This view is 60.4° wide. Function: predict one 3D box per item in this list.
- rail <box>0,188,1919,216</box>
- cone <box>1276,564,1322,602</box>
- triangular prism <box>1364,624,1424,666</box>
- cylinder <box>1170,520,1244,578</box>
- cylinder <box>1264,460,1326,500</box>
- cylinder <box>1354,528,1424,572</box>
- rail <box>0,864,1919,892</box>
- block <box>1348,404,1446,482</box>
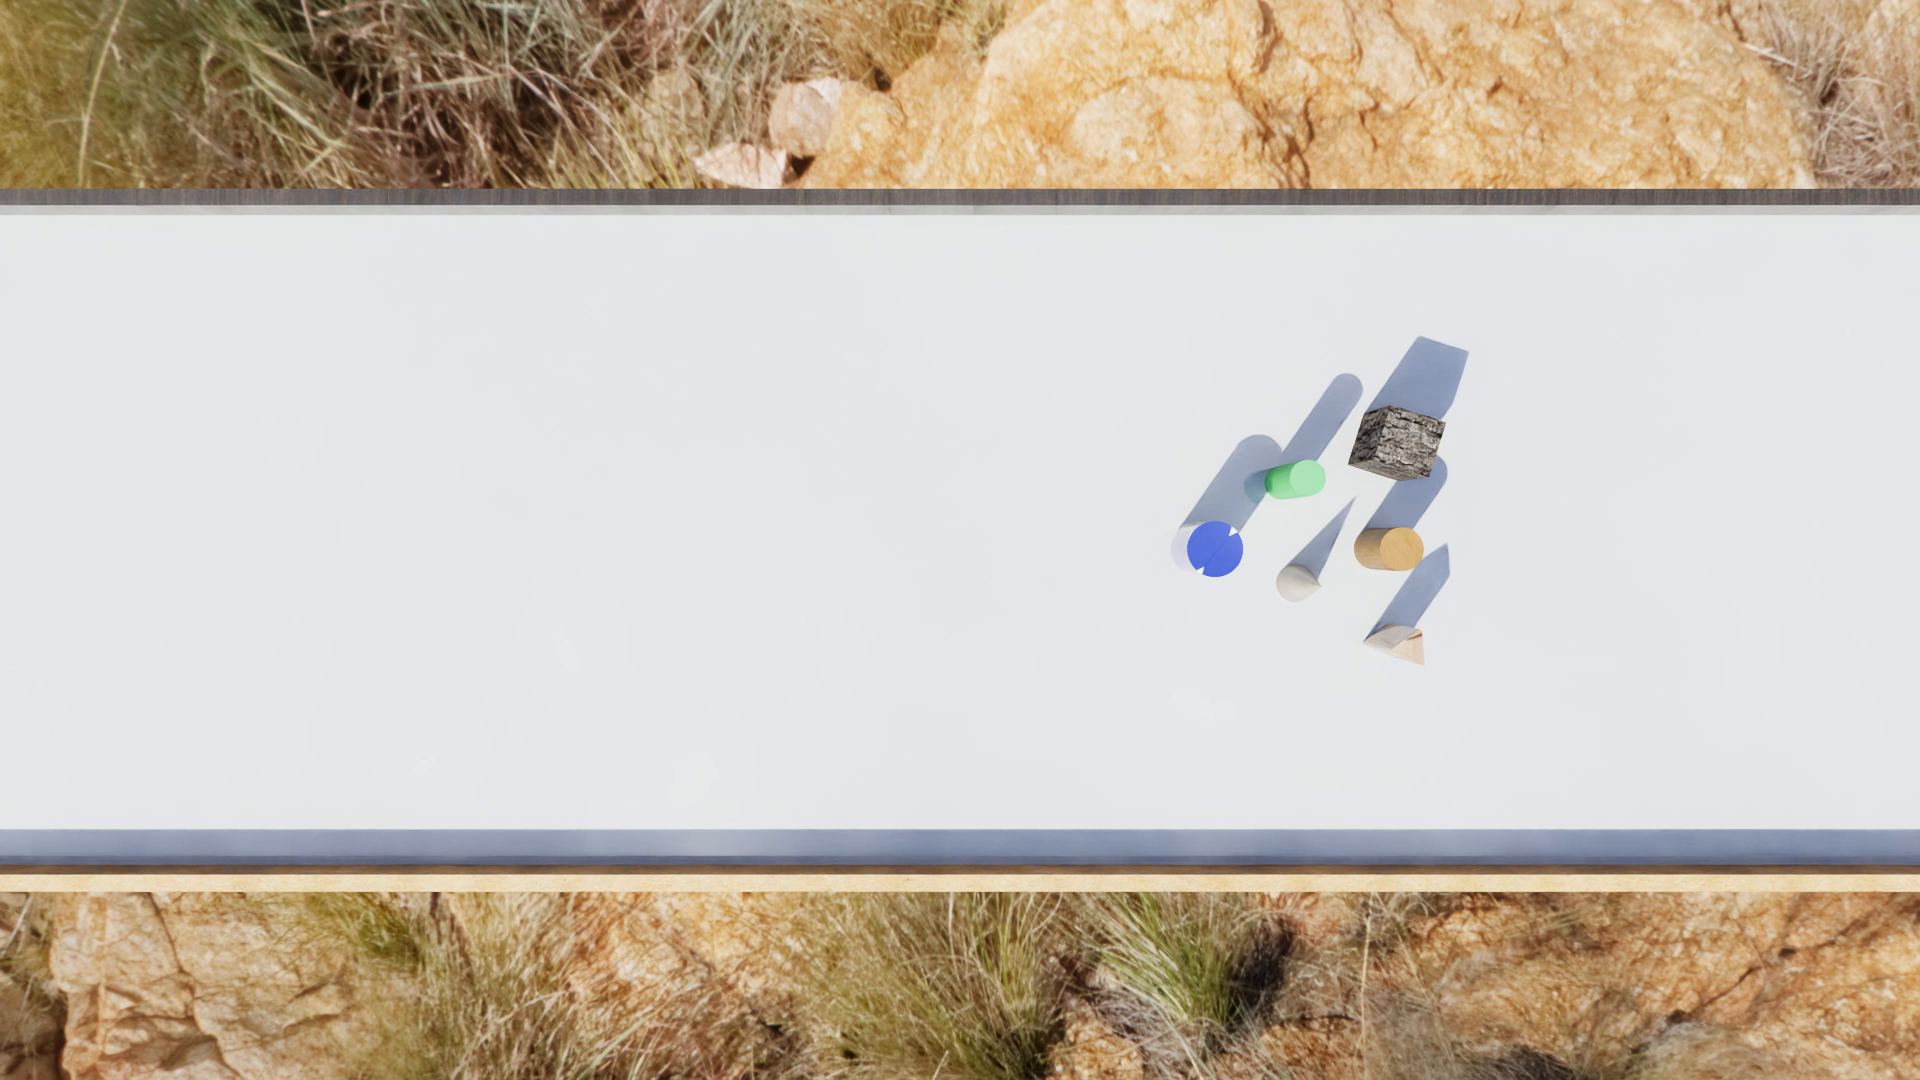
[{"bbox_3d":[-2.247,-1.025,5.002,12.000,0.150,0.050,0,90,0],"label":"rail"},{"bbox_3d":[1.032,0.132,4.889,0.119,0.375,0.119,0,90,0],"label":"cone"},{"bbox_3d":[1.306,0.297,4.907,0.104,0.338,0.090,25,90,0],"label":"triangular prism"},{"bbox_3d":[0.729,0.026,4.893,0.162,0.367,0.162,0,90,0],"label":"cylinder"},{"bbox_3d":[0.989,-0.176,4.882,0.104,0.389,0.104,0,90,0],"label":"cylinder"},{"bbox_3d":[1.275,0.027,4.918,0.128,0.317,0.128,0,90,0],"label":"cylinder"},{"bbox_3d":[-2.247,1.025,5.001,12.000,0.150,0.050,0,90,0],"label":"rail"},{"bbox_3d":[1.297,-0.285,4.913,0.166,0.326,0.166,18,90,0],"label":"block"}]
